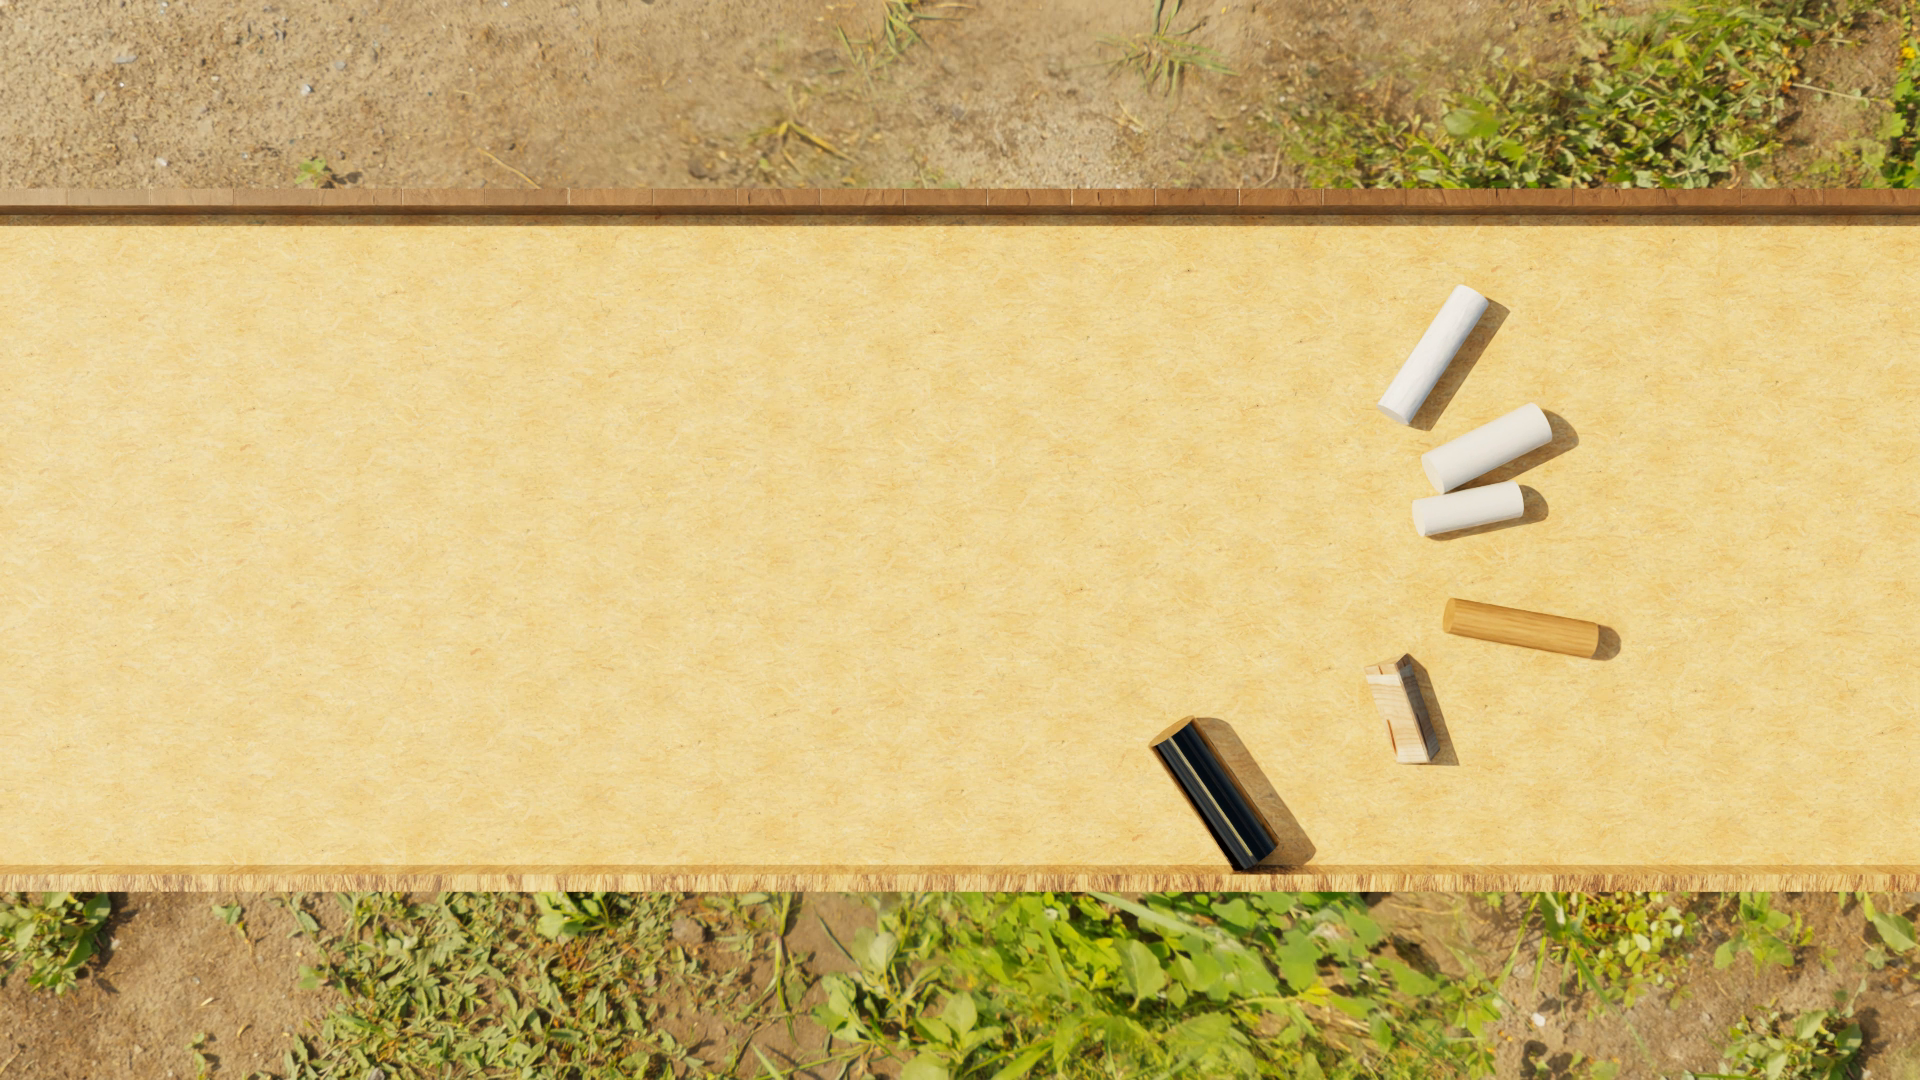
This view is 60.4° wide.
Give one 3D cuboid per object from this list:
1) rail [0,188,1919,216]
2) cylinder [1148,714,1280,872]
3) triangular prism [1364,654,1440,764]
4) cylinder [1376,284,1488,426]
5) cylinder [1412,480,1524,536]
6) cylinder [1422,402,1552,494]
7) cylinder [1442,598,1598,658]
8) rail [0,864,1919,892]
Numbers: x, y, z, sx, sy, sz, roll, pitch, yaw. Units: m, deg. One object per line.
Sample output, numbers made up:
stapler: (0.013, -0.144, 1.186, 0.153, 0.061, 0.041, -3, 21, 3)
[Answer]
rail: (-2.247, -1.025, 5.002, 12.000, 0.150, 0.050, 0, 90, 0)
cylinder: (0.768, 0.765, 4.992, 0.169, 0.169, 0.455, -35, 90, 0)
triangular prism: (1.357, 0.518, 5.013, 0.140, 0.121, 0.314, -19, 90, 0)
cylinder: (1.438, -0.563, 5.020, 0.114, 0.114, 0.438, 34, 90, 0)
cylinder: (1.544, -0.096, 5.019, 0.303, 0.115, 0.115, -11, 90, 0)
cylinder: (1.598, -0.279, 5.009, 0.362, 0.135, 0.135, -26, 90, 0)
cylinder: (1.705, 0.267, 5.021, 0.438, 0.111, 0.111, 10, 90, 0)
rail: (-2.247, 1.025, 5.001, 12.000, 0.150, 0.050, 0, 90, 0)
